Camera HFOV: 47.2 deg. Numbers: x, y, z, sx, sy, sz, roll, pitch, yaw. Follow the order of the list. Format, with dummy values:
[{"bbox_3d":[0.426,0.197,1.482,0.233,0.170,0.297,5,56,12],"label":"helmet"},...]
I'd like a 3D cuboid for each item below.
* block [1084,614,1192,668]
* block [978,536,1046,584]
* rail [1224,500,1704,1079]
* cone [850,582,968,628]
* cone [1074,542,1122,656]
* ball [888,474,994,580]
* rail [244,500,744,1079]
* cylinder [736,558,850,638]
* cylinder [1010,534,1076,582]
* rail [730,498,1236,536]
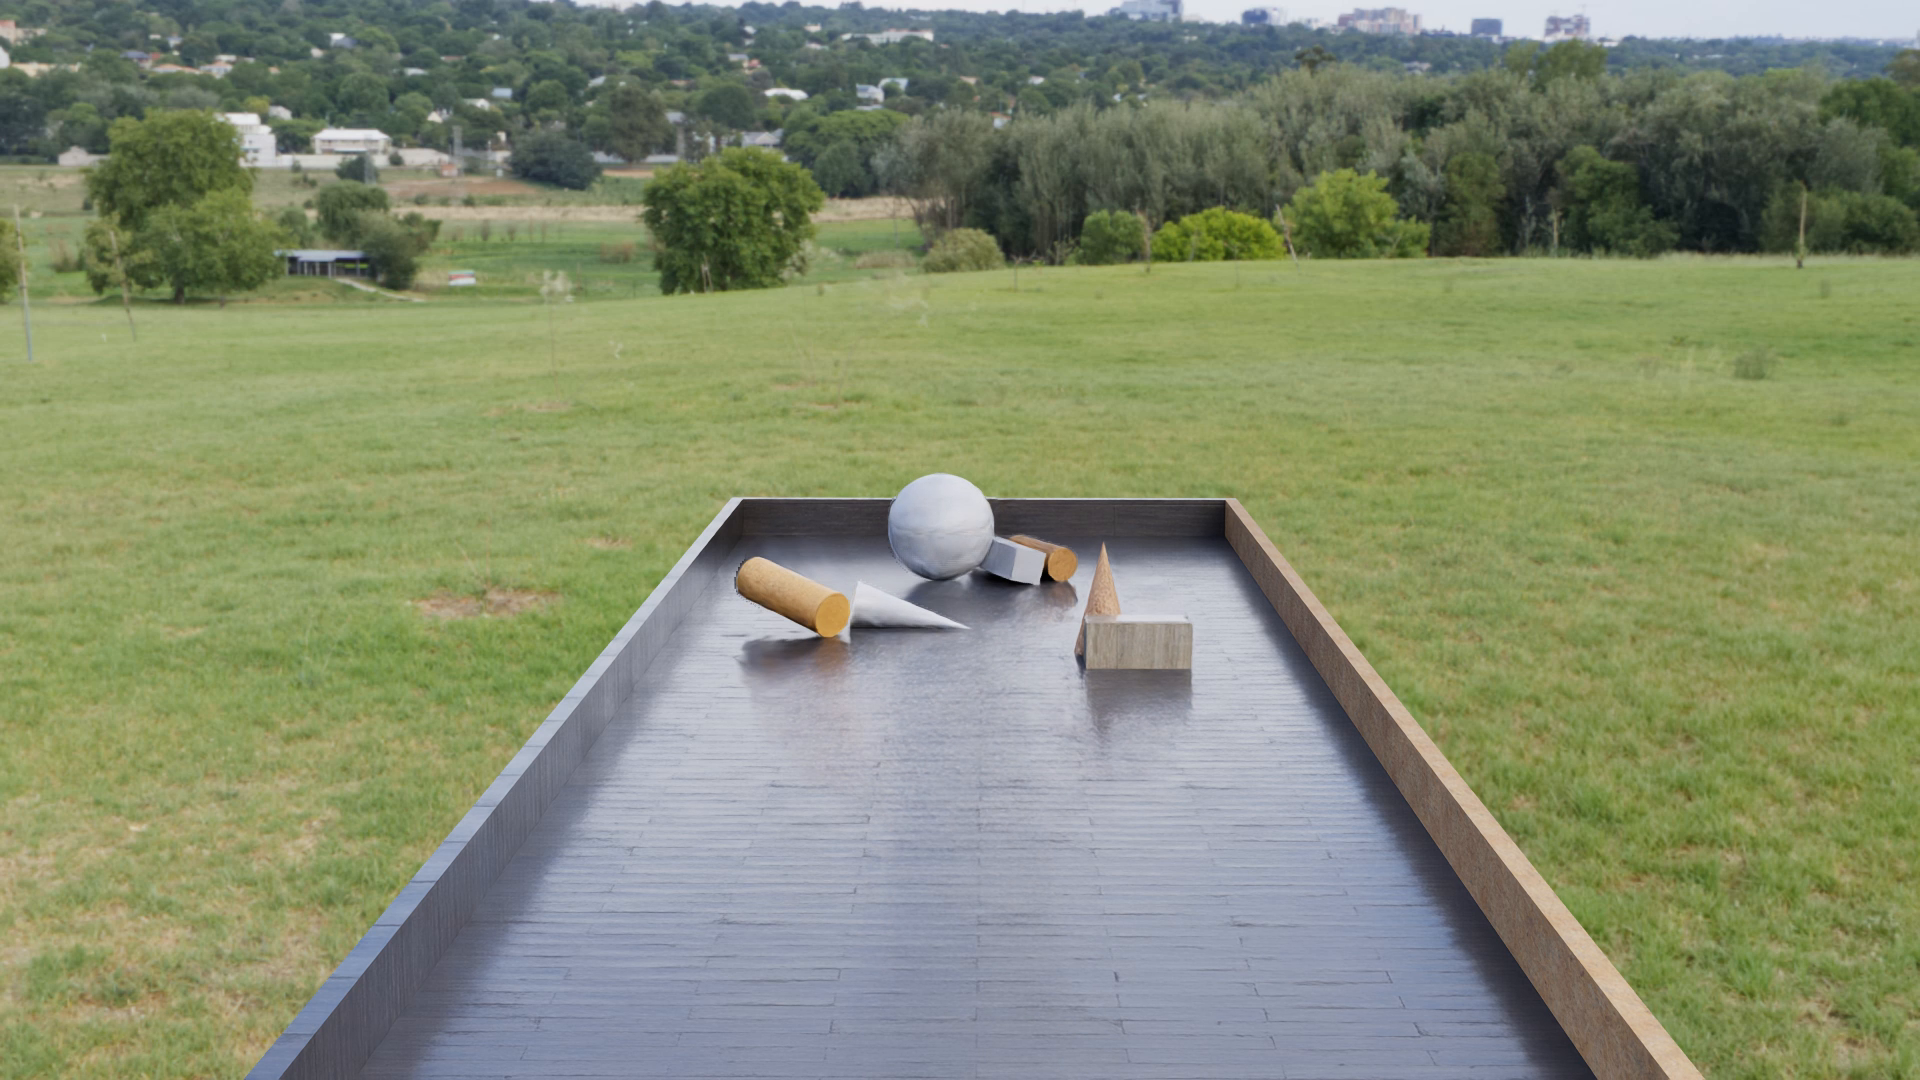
[{"bbox_3d":[0.535,0.307,6.634,0.315,0.137,0.137,0,9,0],"label":"block"},{"bbox_3d":[0.170,0.068,8.138,0.117,0.117,0.409,10,4,-24],"label":"block"},{"bbox_3d":[1.046,0.843,3.208,0.050,0.150,12.000,0,9,1],"label":"rail"},{"bbox_3d":[-0.155,0.250,7.185,0.389,0.155,0.155,12,9,1],"label":"cone"},{"bbox_3d":[0.442,0.174,6.797,0.175,0.348,0.175,0,9,0],"label":"cone"},{"bbox_3d":[-0.070,-0.048,8.058,0.393,0.393,0.393,0,9,0],"label":"ball"},{"bbox_3d":[-1.004,0.839,3.234,0.050,0.150,12.000,0,9,1],"label":"rail"},{"bbox_3d":[-0.544,0.183,7.164,0.147,0.147,0.400,-9,23,-44],"label":"cylinder"},{"bbox_3d":[0.296,0.066,8.193,0.125,0.125,0.344,-4,10,-26],"label":"cylinder"},{"bbox_3d":[0.099,-0.098,9.147,2.100,0.150,0.050,0,9,1],"label":"rail"}]
